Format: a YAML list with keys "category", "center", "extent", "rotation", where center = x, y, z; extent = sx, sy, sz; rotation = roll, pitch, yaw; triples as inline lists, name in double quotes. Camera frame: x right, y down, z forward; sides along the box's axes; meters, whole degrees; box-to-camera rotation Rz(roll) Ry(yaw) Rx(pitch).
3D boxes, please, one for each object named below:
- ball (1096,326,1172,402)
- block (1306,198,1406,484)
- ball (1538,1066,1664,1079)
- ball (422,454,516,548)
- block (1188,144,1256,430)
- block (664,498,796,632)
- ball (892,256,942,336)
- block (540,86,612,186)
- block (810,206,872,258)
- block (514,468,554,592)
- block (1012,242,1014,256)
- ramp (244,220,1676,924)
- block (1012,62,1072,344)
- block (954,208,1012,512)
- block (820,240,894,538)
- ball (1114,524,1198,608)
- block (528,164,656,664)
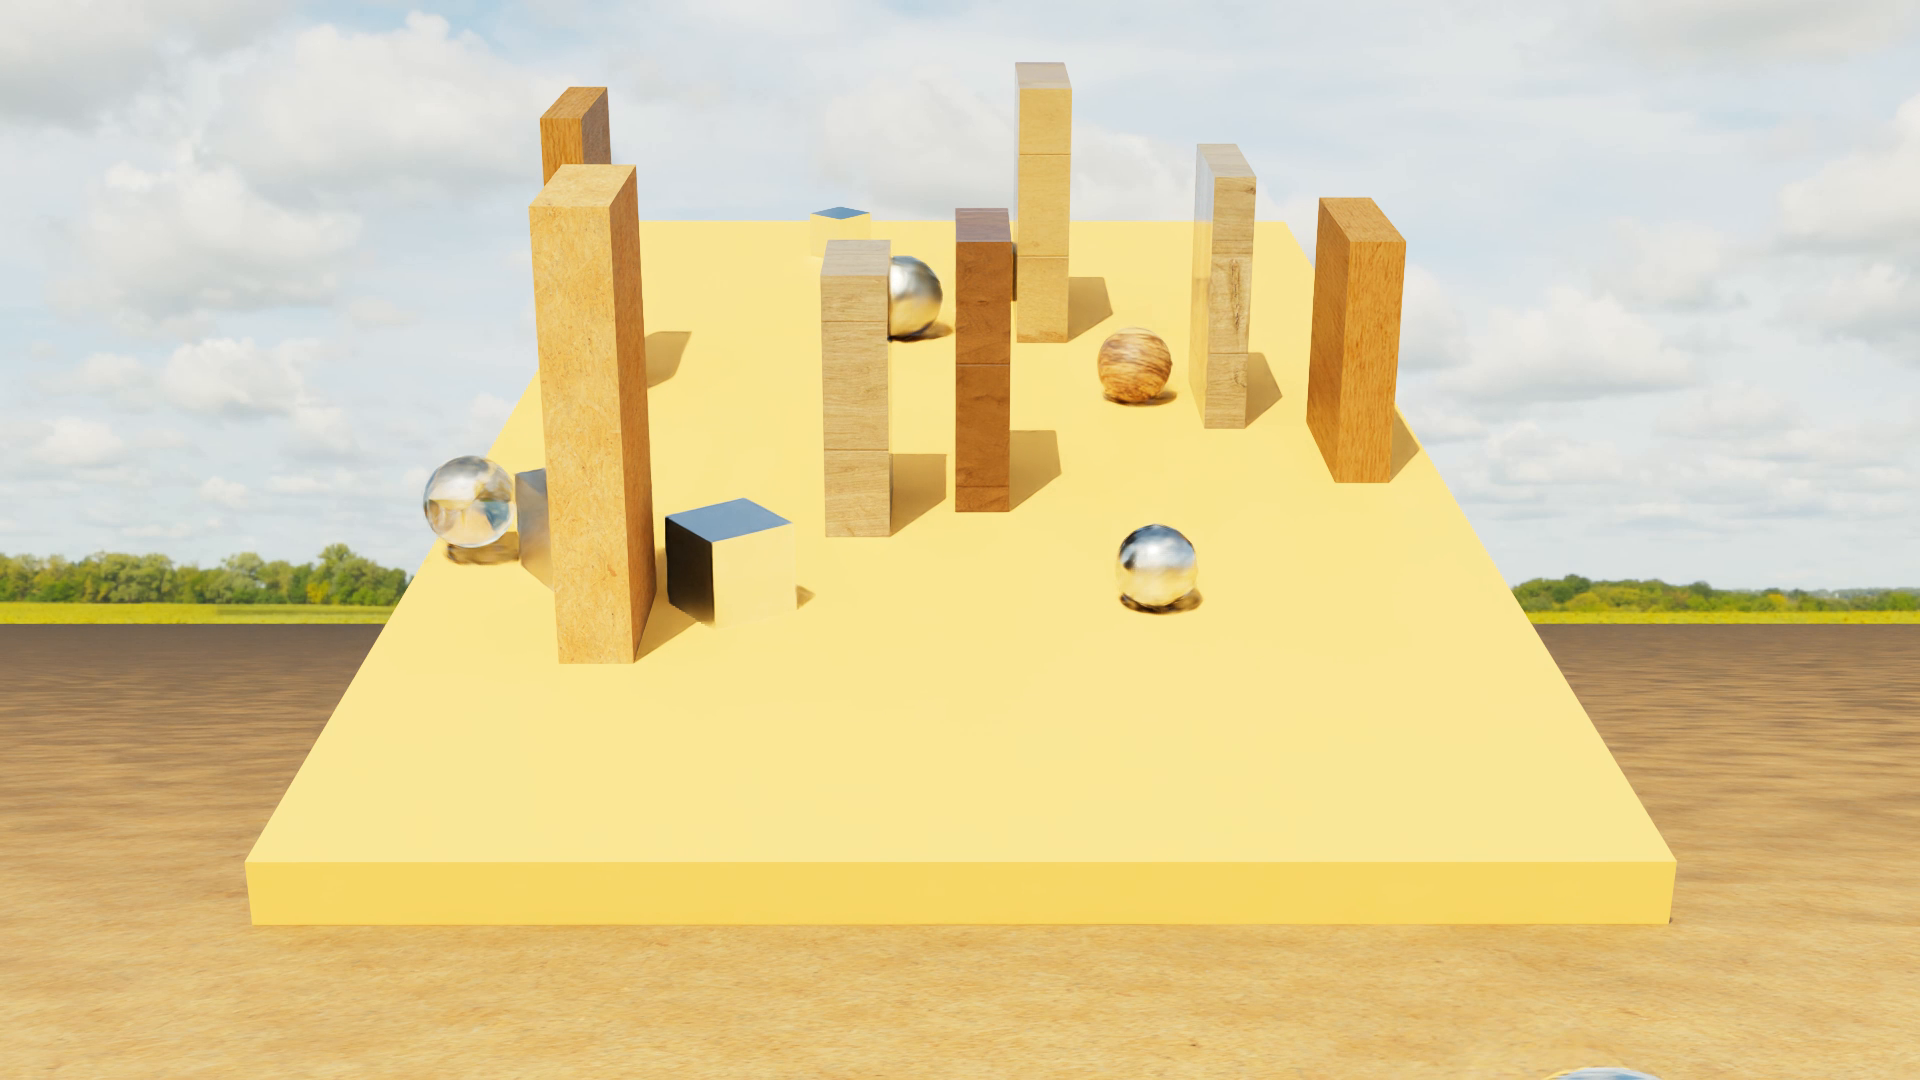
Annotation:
- category: "ball"
  center: [0.396, -0.400, 5.181]
  extent: [0.171, 0.171, 0.171]
  rotation: [0, -2, 0]
- category: "block"
  center: [0.825, -0.426, 4.780]
  extent: [0.111, 0.505, 0.409]
  rotation: [0, 21, 0]
- category: "ball"
  center: [0.371, 0.390, 1.301]
  extent: [0.176, 0.176, 0.176]
  rotation: [0, -2, 0]
- category: "ball"
  center: [-0.911, -0.072, 4.238]
  extent: [0.173, 0.173, 0.173]
  rotation: [0, -2, 0]
- category: "block"
  center: [0.581, -0.571, 5.087]
  extent: [0.089, 0.559, 0.371]
  rotation: [0, 21, 0]
- category: "block"
  center: [-0.405, 0.041, 4.023]
  extent: [0.165, 0.165, 0.165]
  rotation: [-15, 25, -34]
- category: "ball"
  center: [-0.145, -0.608, 5.683]
  extent: [0.203, 0.203, 0.203]
  rotation: [0, -2, 0]
- category: "block"
  center: [-0.857, -0.665, 5.183]
  extent: [0.088, 0.661, 0.403]
  rotation: [0, 21, 0]
- category: "block"
  center: [-0.340, -0.871, 6.490]
  extent: [0.122, 0.122, 0.122]
  rotation: [17, 27, 38]
- category: "block"
  center: [-0.693, -0.027, 4.179]
  extent: [0.181, 0.181, 0.181]
  rotation: [-13, 24, -30]
- category: "block"
  center: [0.162, -0.715, 6.068]
  extent: [0.131, 0.131, 0.131]
  rotation: [0, 21, 0]
- category: "ramp"
  center: [-0.006, -0.213, 5.069]
  extent: [2.000, 0.100, 4.000]
  rotation: [0, 21, 0]
- category: "block"
  center: [0.203, -0.853, 5.731]
  extent: [0.126, 0.628, 0.400]
  rotation: [0, 21, 0]
- category: "block"
  center: [0.044, -0.362, 4.550]
  extent: [0.107, 0.547, 0.294]
  rotation: [0, 21, 0]
- category: "block"
  center: [-0.197, -0.297, 4.420]
  extent: [0.124, 0.516, 0.285]
  rotation: [0, 21, 0]
- category: "ball"
  center: [0.348, 0.046, 4.037]
  extent: [0.149, 0.149, 0.149]
  rotation: [0, -2, 0]
- category: "block"
  center: [-0.609, -0.213, 3.832]
  extent: [0.125, 0.776, 0.327]
  rotation: [0, 21, 0]
